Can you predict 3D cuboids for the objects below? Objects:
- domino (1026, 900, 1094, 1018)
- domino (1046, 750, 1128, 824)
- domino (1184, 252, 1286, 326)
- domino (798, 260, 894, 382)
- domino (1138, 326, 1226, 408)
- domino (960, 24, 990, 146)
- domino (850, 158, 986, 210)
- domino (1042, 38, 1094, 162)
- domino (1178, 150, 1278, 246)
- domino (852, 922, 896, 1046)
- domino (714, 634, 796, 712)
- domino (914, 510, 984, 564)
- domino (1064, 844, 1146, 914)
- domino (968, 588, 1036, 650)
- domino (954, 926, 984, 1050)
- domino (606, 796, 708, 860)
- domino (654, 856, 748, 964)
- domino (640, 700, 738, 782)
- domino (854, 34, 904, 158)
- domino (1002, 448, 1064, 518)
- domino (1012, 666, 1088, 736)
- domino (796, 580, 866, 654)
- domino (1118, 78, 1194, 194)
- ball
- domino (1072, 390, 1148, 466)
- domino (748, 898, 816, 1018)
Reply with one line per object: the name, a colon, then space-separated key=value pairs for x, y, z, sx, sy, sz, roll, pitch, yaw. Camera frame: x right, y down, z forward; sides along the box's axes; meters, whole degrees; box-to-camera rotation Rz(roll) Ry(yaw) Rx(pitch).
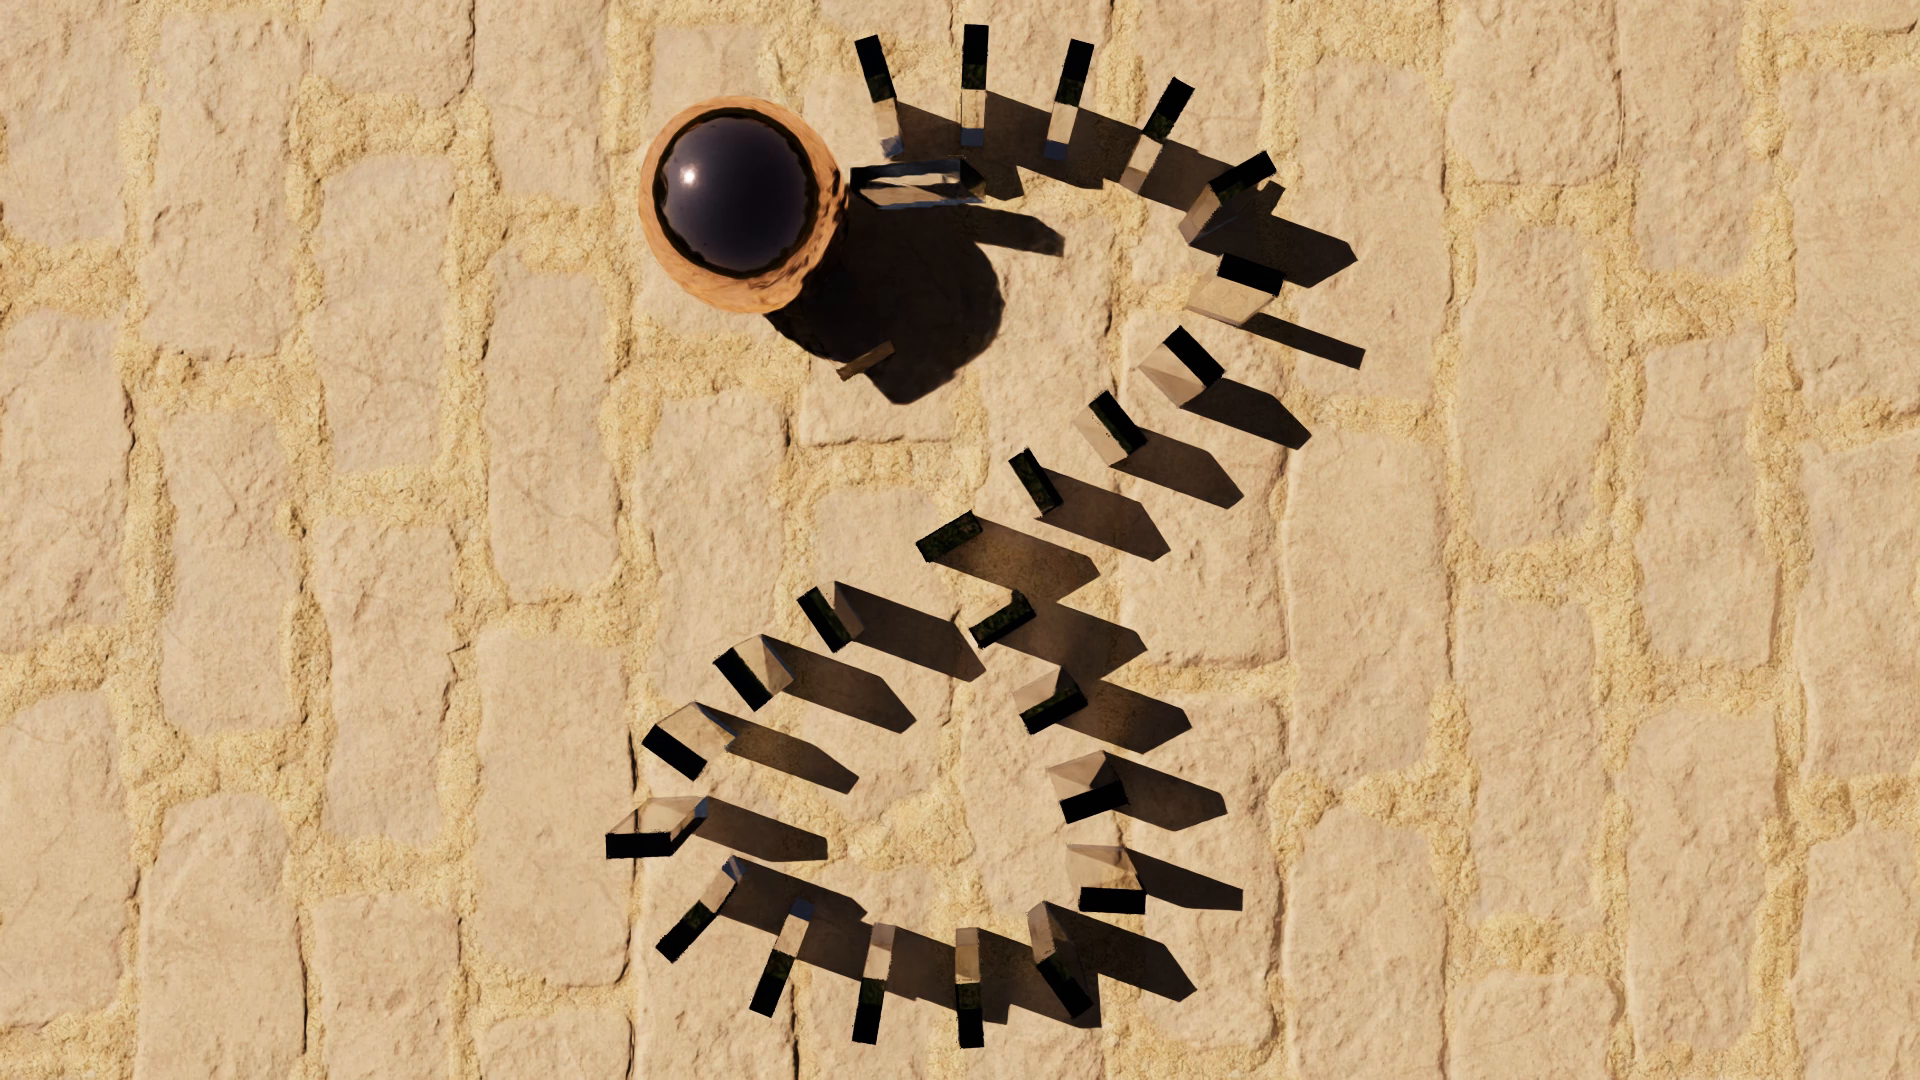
domino: x=0.040 y=0.170 z=0.375 sx=0.009 sy=0.050 sz=0.025 roll=-36 pitch=90 yaw=0
domino: x=0.051 y=0.100 z=0.375 sx=0.025 sy=0.050 sz=0.010 roll=-19 pitch=90 yaw=0
domino: x=0.111 y=-0.101 z=0.375 sx=0.025 sy=0.050 sz=0.009 roll=19 pitch=90 yaw=0
domino: x=-0.050 y=-0.094 z=0.386 sx=0.025 sy=0.009 sz=0.050 roll=-30 pitch=68 yaw=0
domino: x=0.089 y=-0.070 z=0.375 sx=0.010 sy=0.050 sz=0.025 roll=-45 pitch=90 yaw=0
domino: x=0.006 y=-0.184 z=0.375 sx=0.010 sy=0.050 sz=0.025 roll=3 pitch=90 yaw=0
domino: x=-0.017 y=-0.146 z=0.378 sx=0.050 sy=0.025 sz=0.009 roll=5 pitch=93 yaw=24
domino: x=0.044 y=-0.178 z=0.375 sx=0.009 sy=0.050 sz=0.025 roll=15 pitch=90 yaw=0
domino: x=0.108 y=-0.139 z=0.375 sx=0.025 sy=0.050 sz=0.009 roll=-30 pitch=90 yaw=0
domino: x=-0.035 y=0.180 z=0.375 sx=0.010 sy=0.050 sz=0.025 roll=9 pitch=90 yaw=0
domino: x=-0.083 y=0.053 z=0.375 sx=0.009 sy=0.050 sz=0.025 roll=-39 pitch=90 yaw=0
domino: x=-0.004 y=-0.001 z=0.375 sx=0.025 sy=0.050 sz=0.009 roll=-31 pitch=90 yaw=0
domino: x=0.058 y=0.138 z=0.375 sx=0.025 sy=0.050 sz=0.009 roll=3 pitch=90 yaw=0
domino: x=0.016 y=0.032 z=0.375 sx=0.025 sy=0.050 sz=0.009 roll=-32 pitch=90 yaw=0
domino: x=0.004 y=0.182 z=0.375 sx=0.010 sy=0.050 sz=0.025 roll=-4 pitch=90 yaw=0
domino: x=-0.123 y=0.117 z=0.375 sx=0.025 sy=0.050 sz=0.010 roll=-3 pitch=90 yaw=0
domino: x=-0.105 y=0.150 z=0.375 sx=0.009 sy=0.050 sz=0.025 roll=43 pitch=90 yaw=0
domino: x=-0.109 y=0.081 z=0.375 sx=0.025 sy=0.050 sz=0.010 roll=36 pitch=90 yaw=0
domino: x=-0.032 y=-0.180 z=0.375 sx=0.010 sy=0.050 sz=0.025 roll=-17 pitch=90 yaw=0
domino: x=0.029 y=-0.022 z=0.375 sx=0.010 sy=0.050 sz=0.025 roll=-33 pitch=90 yaw=0
domino: x=0.036 y=0.065 z=0.375 sx=0.025 sy=0.050 sz=0.009 roll=-28 pitch=90 yaw=0
domino: x=-0.052 y=0.030 z=0.375 sx=0.010 sy=0.050 sz=0.025 roll=-34 pitch=90 yaw=0
domino: x=0.079 y=-0.164 z=0.375 sx=0.010 sy=0.050 sz=0.025 roll=30 pitch=90 yaw=0
ball: x=-0.083 y=-0.129 z=0.358 sx=0.080 sy=0.080 sz=0.080 roll=0 pitch=90 yaw=0
domino: x=0.060 y=-0.045 z=0.375 sx=0.009 sy=0.050 sz=0.025 roll=-39 pitch=90 yaw=0
domino: x=-0.072 y=0.169 z=0.375 sx=0.010 sy=0.050 sz=0.025 roll=22 pitch=90 yaw=0
